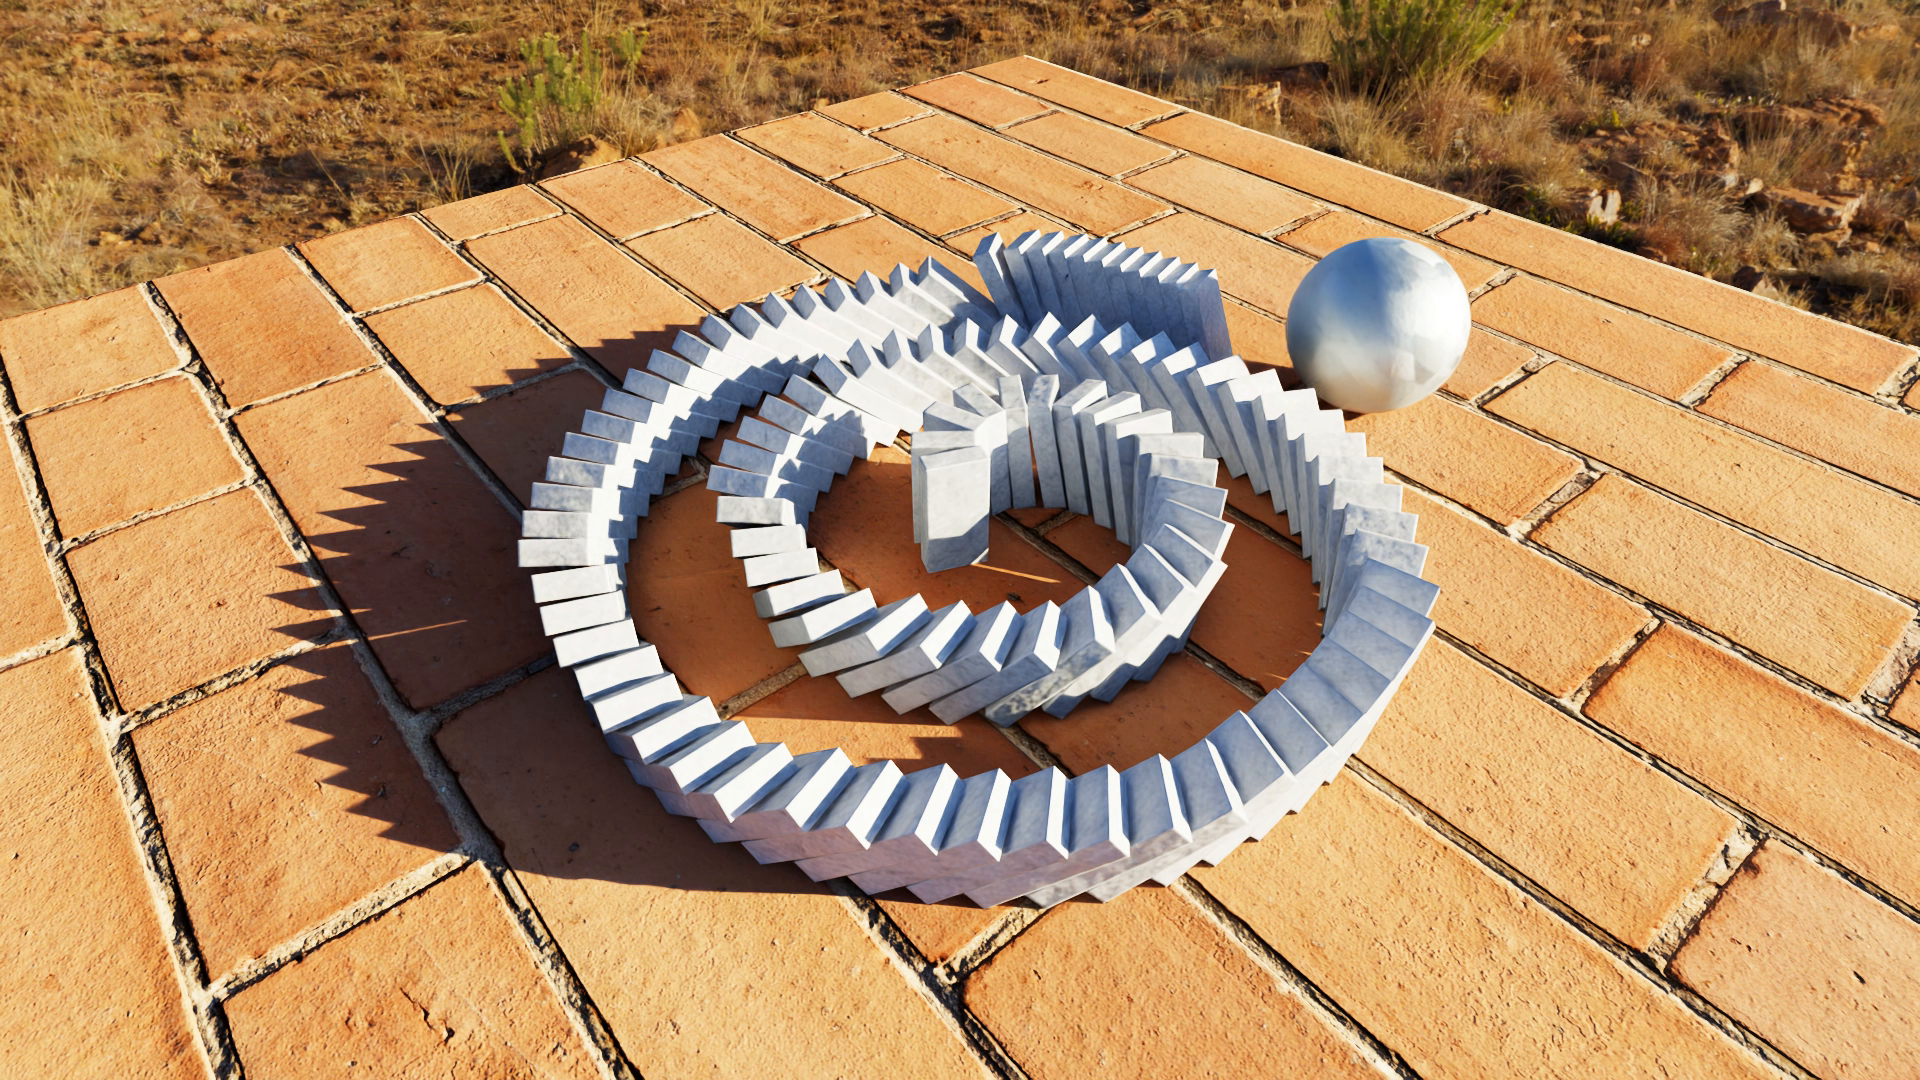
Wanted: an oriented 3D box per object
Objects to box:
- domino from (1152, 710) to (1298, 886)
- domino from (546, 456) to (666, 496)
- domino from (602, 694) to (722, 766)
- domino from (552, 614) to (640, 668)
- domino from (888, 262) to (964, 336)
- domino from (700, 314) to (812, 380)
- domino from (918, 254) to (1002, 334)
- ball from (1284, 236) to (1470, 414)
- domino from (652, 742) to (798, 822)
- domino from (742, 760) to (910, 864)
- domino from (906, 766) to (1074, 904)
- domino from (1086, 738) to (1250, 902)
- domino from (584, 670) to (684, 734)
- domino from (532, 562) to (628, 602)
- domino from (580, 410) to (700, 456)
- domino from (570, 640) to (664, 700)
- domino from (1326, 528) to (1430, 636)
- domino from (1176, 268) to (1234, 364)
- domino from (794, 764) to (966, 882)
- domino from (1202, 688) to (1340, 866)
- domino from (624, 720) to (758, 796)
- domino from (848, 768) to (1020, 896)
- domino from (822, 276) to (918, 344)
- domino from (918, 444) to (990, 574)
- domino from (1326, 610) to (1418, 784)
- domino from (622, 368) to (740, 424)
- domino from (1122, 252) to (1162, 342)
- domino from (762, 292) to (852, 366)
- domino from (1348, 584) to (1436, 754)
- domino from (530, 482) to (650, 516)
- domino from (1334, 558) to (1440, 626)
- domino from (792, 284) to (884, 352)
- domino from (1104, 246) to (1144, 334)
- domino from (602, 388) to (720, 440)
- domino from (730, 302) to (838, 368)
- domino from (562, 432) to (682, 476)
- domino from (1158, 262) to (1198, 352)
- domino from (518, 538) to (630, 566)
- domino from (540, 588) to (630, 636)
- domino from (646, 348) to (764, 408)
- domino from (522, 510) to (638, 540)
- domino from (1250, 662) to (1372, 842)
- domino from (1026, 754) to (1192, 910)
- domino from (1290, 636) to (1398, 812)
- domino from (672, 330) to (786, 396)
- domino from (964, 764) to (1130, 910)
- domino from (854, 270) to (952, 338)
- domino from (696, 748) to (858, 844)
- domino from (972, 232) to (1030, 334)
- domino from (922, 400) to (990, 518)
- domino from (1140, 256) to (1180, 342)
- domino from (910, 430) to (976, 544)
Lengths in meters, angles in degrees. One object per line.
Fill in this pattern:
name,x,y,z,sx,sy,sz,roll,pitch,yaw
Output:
domino,0.072,0.077,0.326,0.050,0.009,0.025,-43,42,12
domino,-0.145,-0.026,0.452,0.025,0.010,0.050,9,1,11
domino,-0.096,0.059,0.348,0.025,0.009,0.050,-27,7,-28
domino,-0.125,0.034,0.379,0.025,0.009,0.050,-14,3,-17
domino,-0.013,-0.122,0.569,0.050,0.009,0.025,28,30,-28
domino,-0.098,-0.092,0.532,0.050,0.010,0.025,18,18,-48
domino,0.001,-0.126,0.573,0.050,0.010,0.025,32,28,-21
ball,0.192,-0.099,0.508,0.080,0.080,0.080,0,39,0
domino,-0.072,0.072,0.332,0.025,0.009,0.050,-34,11,-34
domino,-0.040,0.080,0.322,0.050,0.009,0.025,-22,22,41
domino,0.009,0.085,0.316,0.050,0.009,0.025,-28,29,29
domino,0.057,0.082,0.320,0.050,0.010,0.025,-36,36,19
domino,-0.107,0.051,0.358,0.025,0.009,0.050,-21,5,-22
domino,-0.138,0.015,0.402,0.025,0.009,0.050,-8,1,-10
domino,-0.137,-0.046,0.476,0.025,0.009,0.050,15,3,17
domino,-0.116,0.043,0.368,0.025,0.009,0.050,-19,4,-21
domino,0.146,0.024,0.391,0.025,0.010,0.050,16,83,19
domino,0.121,-0.104,0.538,0.009,0.050,0.025,3,34,37
domino,-0.024,0.083,0.320,0.050,0.010,0.025,-24,25,36
domino,0.086,0.072,0.333,0.050,0.010,0.025,-45,45,8
domino,-0.084,0.066,0.339,0.025,0.009,0.050,-31,9,-31
domino,-0.008,0.084,0.317,0.050,0.010,0.025,-26,26,34
domino,-0.044,-0.114,0.559,0.050,0.009,0.025,24,25,-36
domino,-0.002,-0.011,0.425,0.025,0.050,0.010,-12,41,-14
domino,0.123,0.051,0.358,0.025,0.010,0.050,35,90,34
domino,-0.126,-0.065,0.500,0.025,0.009,0.050,22,6,25
domino,0.097,-0.116,0.553,0.010,0.050,0.025,3,34,37
domino,-0.072,-0.104,0.548,0.050,0.010,0.025,21,22,-41
domino,0.133,0.043,0.367,0.025,0.010,0.050,32,88,32
domino,-0.146,-0.016,0.439,0.025,0.010,0.050,5,1,8
domino,0.142,0.034,0.378,0.025,0.010,0.050,26,86,27
domino,-0.058,-0.109,0.554,0.050,0.009,0.025,22,23,-39
domino,0.088,-0.120,0.558,0.009,0.050,0.025,3,34,37
domino,-0.132,-0.056,0.488,0.025,0.009,0.050,18,4,21
domino,-0.086,-0.098,0.540,0.050,0.009,0.025,19,19,-46
domino,-0.142,-0.036,0.464,0.025,0.009,0.050,12,2,14
domino,0.113,-0.108,0.543,0.010,0.050,0.025,3,34,37
domino,-0.144,0.005,0.414,0.025,0.010,0.050,-1,0,-1
domino,-0.132,0.025,0.390,0.025,0.009,0.050,-12,2,-14
domino,-0.118,-0.074,0.511,0.025,0.009,0.050,26,7,28
domino,-0.146,-0.006,0.427,0.025,0.009,0.050,2,0,3
domino,0.099,0.065,0.340,0.050,0.010,0.025,-48,48,5
domino,0.041,0.084,0.317,0.050,0.010,0.025,-33,34,23
domino,0.112,0.058,0.349,0.050,0.010,0.025,-52,52,2
domino,-0.109,-0.084,0.522,0.025,0.010,0.050,33,10,34
domino,0.025,0.085,0.316,0.050,0.010,0.025,-30,31,27
domino,-0.029,-0.118,0.564,0.050,0.009,0.025,25,26,-34
domino,-0.055,0.076,0.327,0.050,0.009,0.025,-20,19,45
domino,0.024,-0.132,0.573,0.009,0.050,0.025,-15,32,25
domino,-0.001,-0.030,0.448,0.025,0.050,0.009,23,48,26
domino,0.105,-0.112,0.549,0.010,0.050,0.025,3,34,37
domino,-0.006,-0.020,0.436,0.025,0.050,0.009,-1,43,-1
